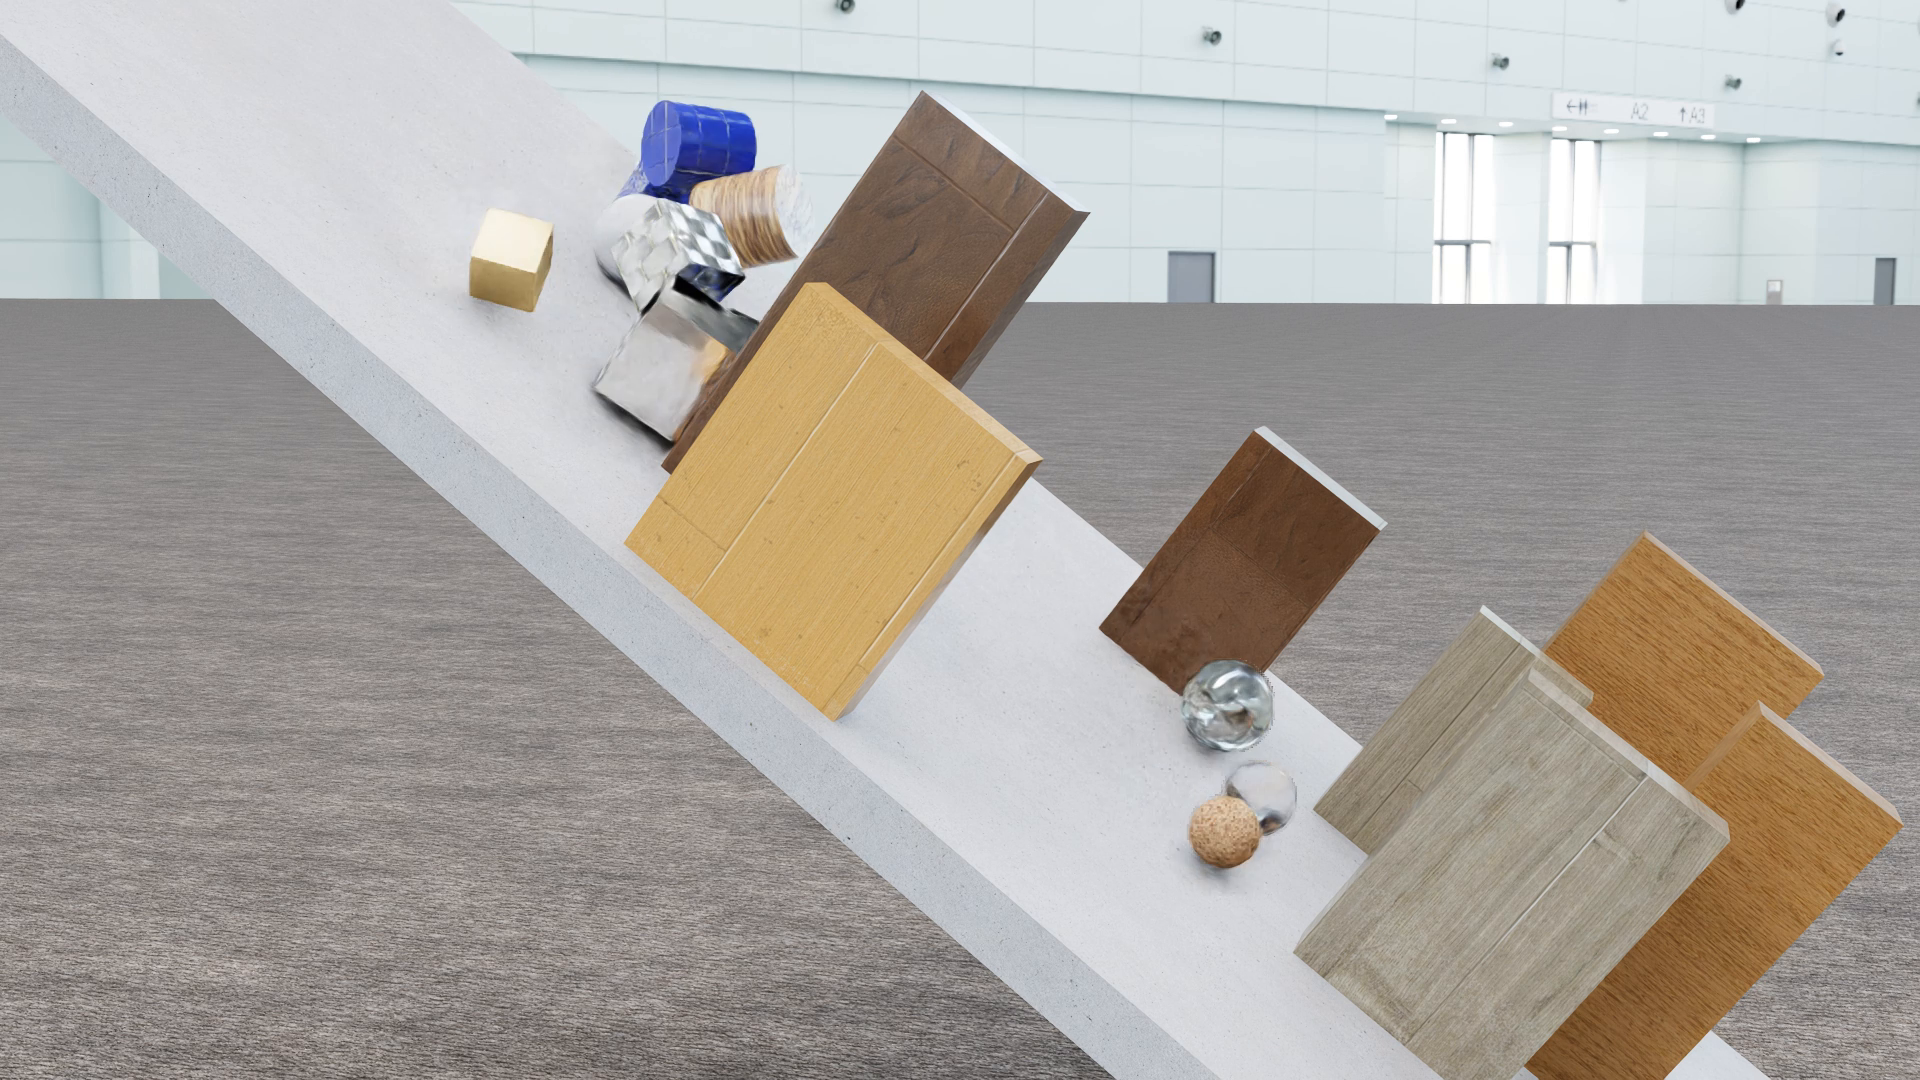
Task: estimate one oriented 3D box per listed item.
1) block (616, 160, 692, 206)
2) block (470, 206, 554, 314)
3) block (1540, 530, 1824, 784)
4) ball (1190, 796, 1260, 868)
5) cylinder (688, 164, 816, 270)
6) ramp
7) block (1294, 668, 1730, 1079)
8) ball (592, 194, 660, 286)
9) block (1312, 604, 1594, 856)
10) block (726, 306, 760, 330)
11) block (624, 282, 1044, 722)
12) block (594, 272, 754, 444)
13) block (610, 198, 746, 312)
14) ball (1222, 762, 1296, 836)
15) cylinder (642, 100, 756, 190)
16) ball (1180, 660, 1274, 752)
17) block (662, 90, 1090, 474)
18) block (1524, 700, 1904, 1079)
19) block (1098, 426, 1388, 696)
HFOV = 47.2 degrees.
[{"bbox_3d":[-0.619,-0.693,4.615,0.162,0.162,0.162,29,17,-25],"label":"block"},{"bbox_3d":[-0.746,-0.466,3.661,0.109,0.109,0.109,15,-33,-4],"label":"block"},{"bbox_3d":[1.306,0.416,4.454,0.431,0.769,0.132,40,16,9],"label":"block"},{"bbox_3d":[0.436,0.481,3.618,0.117,0.117,0.117,0,7,0],"label":"ball"},{"bbox_3d":[-0.408,-0.630,4.329,0.186,0.186,0.186,-8,4,19],"label":"cylinder"},{"bbox_3d":[-0.046,0.103,4.061,4.000,0.100,2.000,40,16,9],"label":"ramp"},{"bbox_3d":[0.864,0.551,3.475,0.380,0.582,0.119,40,16,9],"label":"block"},{"bbox_3d":[-0.619,-0.577,4.251,0.180,0.180,0.180,0,7,0],"label":"ball"},{"bbox_3d":[0.938,0.404,4.196,0.261,0.502,0.089,40,16,9],"label":"block"},{"bbox_3d":[-0.370,-0.281,3.963,0.169,0.169,0.169,23,21,-40],"label":"block"},{"bbox_3d":[-0.187,-0.055,3.149,0.407,0.475,0.083,40,16,9],"label":"block"},{"bbox_3d":[-0.470,-0.300,3.685,0.187,0.187,0.187,35,17,-13],"label":"block"},{"bbox_3d":[-0.493,-0.485,3.845,0.142,0.142,0.142,-39,-27,26],"label":"block"},{"bbox_3d":[0.524,0.455,3.857,0.129,0.129,0.129,0,7,0],"label":"ball"},{"bbox_3d":[-0.524,-0.785,4.411,0.170,0.170,0.170,2,5,-35],"label":"cylinder"},{"bbox_3d":[0.503,0.311,4.135,0.173,0.173,0.173,0,7,0],"label":"ball"},{"bbox_3d":[-0.141,-0.315,3.493,0.305,0.741,0.101,40,16,9],"label":"block"},{"bbox_3d":[1.226,0.643,3.727,0.279,0.722,0.135,40,16,9],"label":"block"},{"bbox_3d":[0.554,0.071,4.320,0.307,0.502,0.128,40,16,9],"label":"block"}]
